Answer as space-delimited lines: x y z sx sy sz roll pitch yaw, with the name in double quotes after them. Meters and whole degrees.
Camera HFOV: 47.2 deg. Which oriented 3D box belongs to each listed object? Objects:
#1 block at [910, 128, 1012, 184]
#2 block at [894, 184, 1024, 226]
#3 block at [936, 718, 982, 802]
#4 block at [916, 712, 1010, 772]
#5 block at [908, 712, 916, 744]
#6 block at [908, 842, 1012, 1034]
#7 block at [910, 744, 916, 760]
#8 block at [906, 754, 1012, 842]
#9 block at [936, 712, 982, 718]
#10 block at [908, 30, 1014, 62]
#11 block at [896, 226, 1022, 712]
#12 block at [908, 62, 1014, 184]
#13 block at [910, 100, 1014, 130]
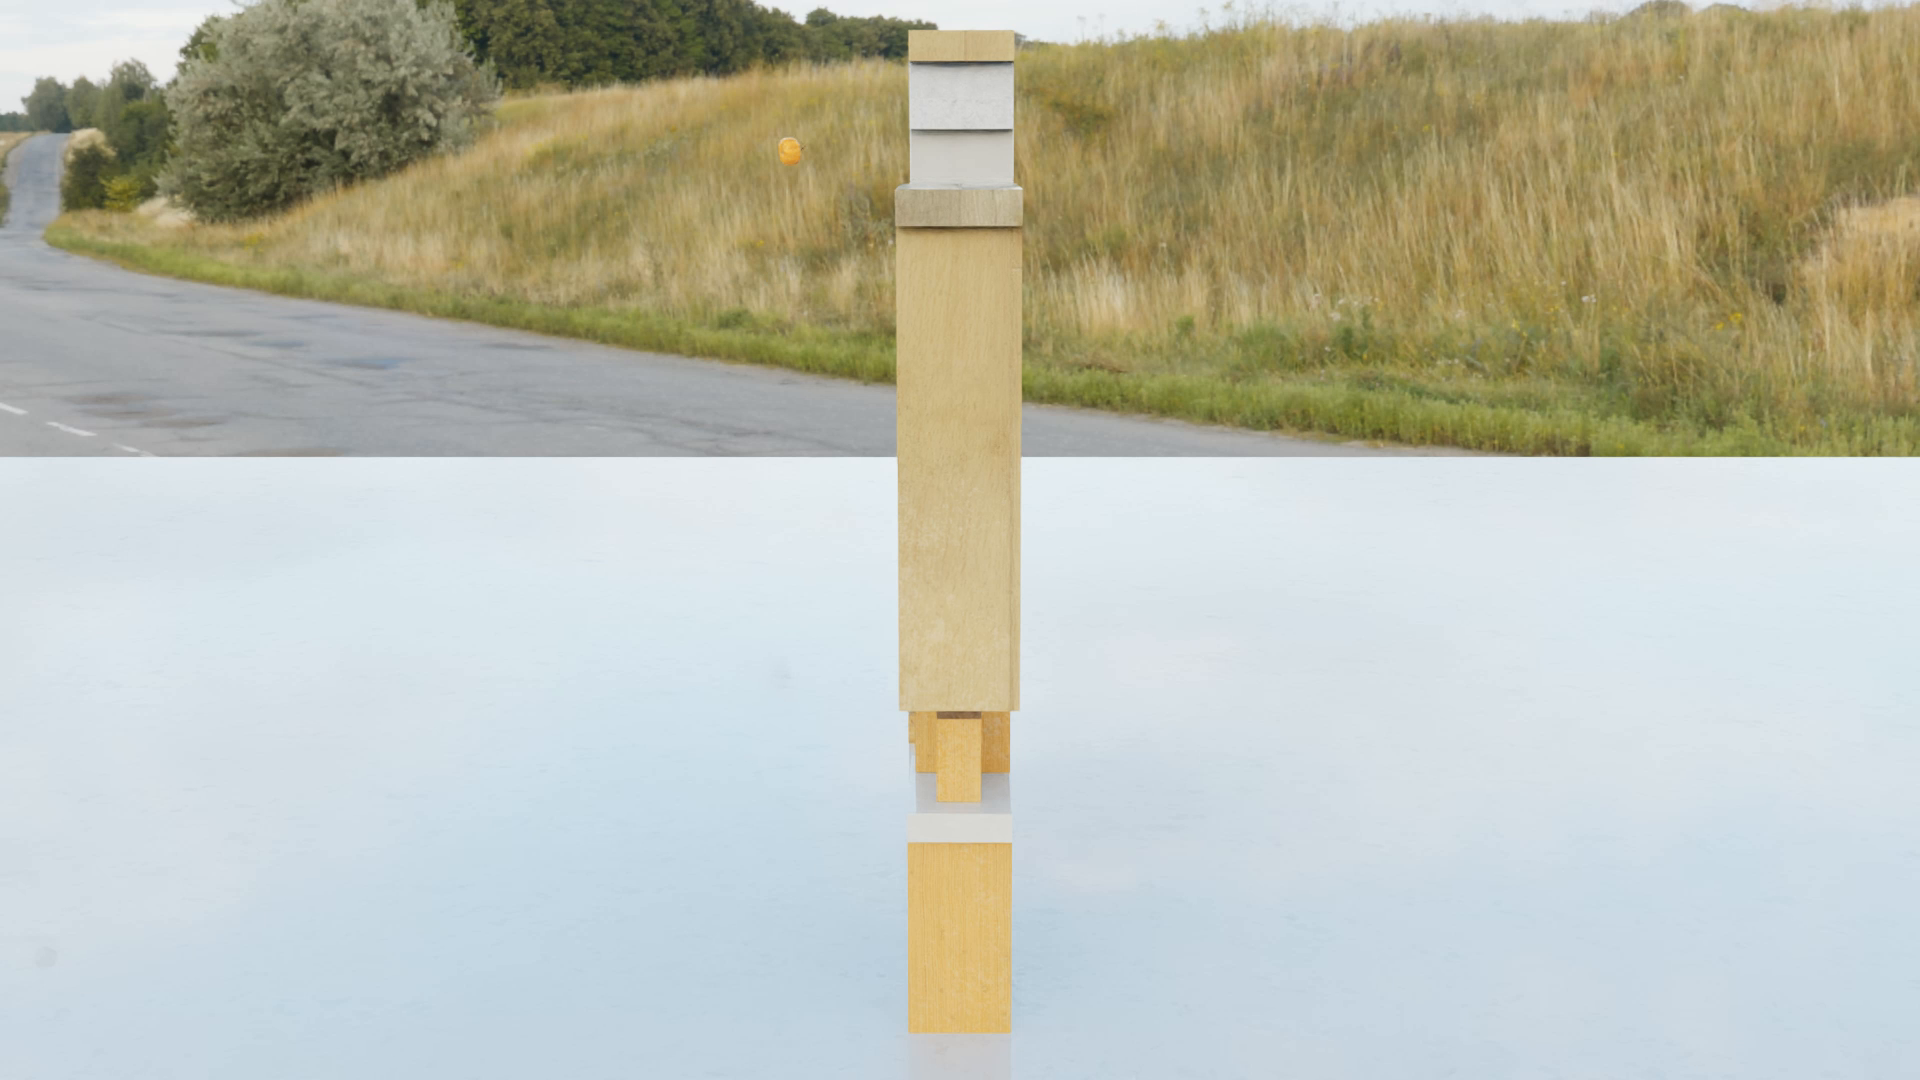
0.003 -0.454 3.235 0.149 0.297 0.042 0 11 0 "block"
-0.001 -0.460 3.010 0.166 0.047 0.331 0 11 0 "block"
-0.001 0.303 3.063 0.062 0.123 0.017 0 11 0 "block"
0.004 0.200 3.200 0.138 0.276 0.039 0 10 0 "block"
-0.003 0.268 3.584 0.155 0.044 0.310 0 11 0 "block"
0.000 0.549 3.094 0.145 0.290 0.041 0 11 0 "block"
-0.003 0.461 3.515 0.155 0.310 0.044 0 11 0 "block"
0.000 0.369 3.159 0.145 0.041 0.290 0 11 0 "block"
-0.001 0.227 3.090 0.062 0.017 0.123 0 11 0 "block"
0.002 -0.860 3.852 0.177 0.050 0.354 0 11 0 "block"
-0.001 -0.094 2.966 0.166 0.658 0.047 0 11 0 "block"
0.003 -0.640 3.773 0.177 0.354 0.050 0 11 0 "block"
0.002 -0.638 3.301 0.148 0.042 0.297 0 11 0 "block"
